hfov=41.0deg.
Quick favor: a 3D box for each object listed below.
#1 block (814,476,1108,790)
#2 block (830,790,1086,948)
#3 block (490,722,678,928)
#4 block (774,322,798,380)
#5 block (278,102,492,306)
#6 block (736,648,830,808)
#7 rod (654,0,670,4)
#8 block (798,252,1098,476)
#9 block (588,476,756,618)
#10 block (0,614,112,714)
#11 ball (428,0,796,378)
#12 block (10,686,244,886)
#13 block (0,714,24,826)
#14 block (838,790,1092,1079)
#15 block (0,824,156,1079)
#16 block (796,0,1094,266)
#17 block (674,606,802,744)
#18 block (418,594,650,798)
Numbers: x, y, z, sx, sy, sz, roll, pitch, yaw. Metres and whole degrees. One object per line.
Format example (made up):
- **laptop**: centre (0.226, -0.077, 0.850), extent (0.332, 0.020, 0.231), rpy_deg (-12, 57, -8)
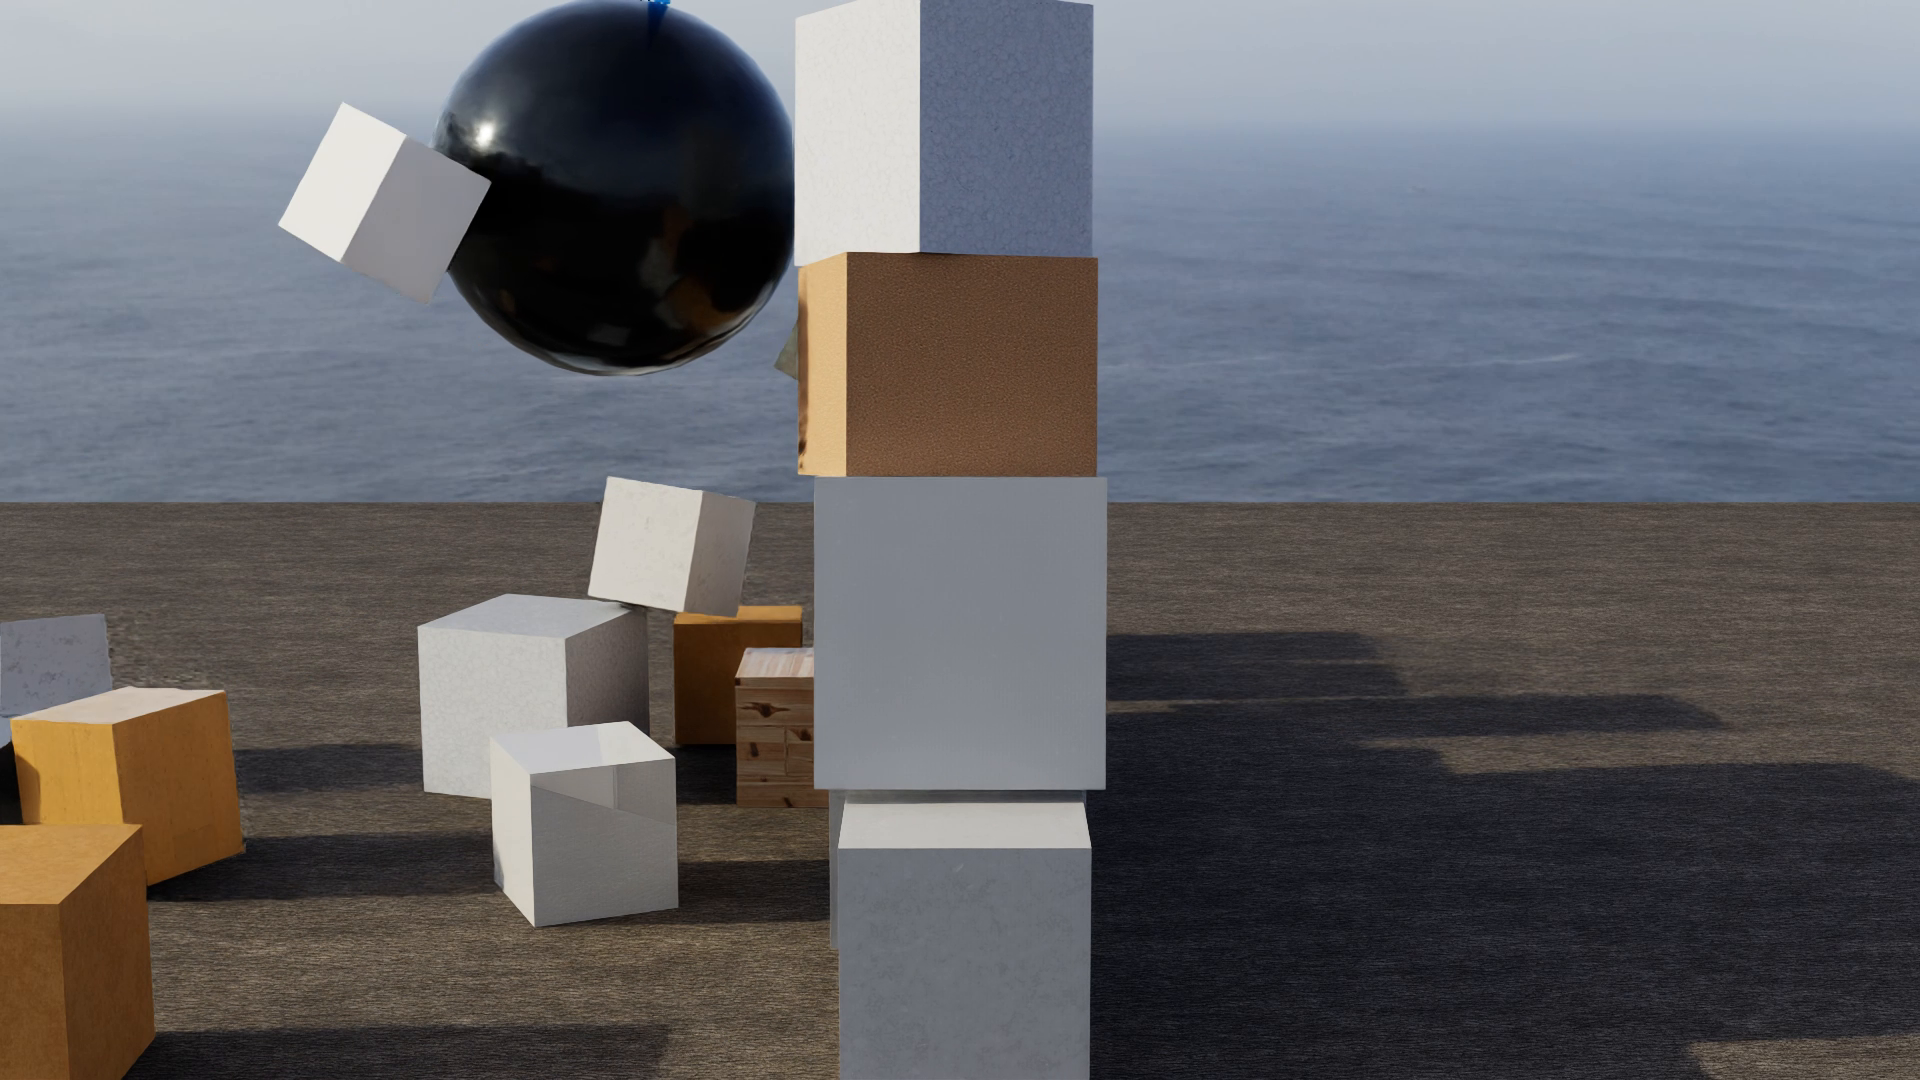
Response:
- **block**: centre (-0.009, 0.313, 9.612), extent (1.033, 1.106, 1.096), rpy_deg (0, 2, -1)
- **block**: centre (-0.010, 1.076, 10.870), extent (1.034, 0.995, 1.081), rpy_deg (0, 10, 0)
- **block**: centre (-1.627, 1.210, 11.065), extent (0.626, 0.660, 0.686), rpy_deg (-5, 11, -24)
- **block**: centre (-0.365, -0.836, 10.794), extent (0.576, 0.543, 0.476), rpy_deg (29, 9, 3)
- **block**: centre (-2.231, -1.306, 9.953), extent (0.506, 0.541, 0.433), rpy_deg (30, 2, 43)
- **block**: centre (-0.758, 0.921, 12.683), extent (0.643, 0.650, 0.639), rpy_deg (0, 10, 0)
- **rod**: centre (-0.632, -4.739, 10.319), extent (0.080, 5.200, 0.080), rpy_deg (14, 10, -2)
- **block**: centre (-0.064, -0.648, 9.745), extent (0.948, 0.806, 0.851), rpy_deg (0, 2, -15)
- **block**: centre (-1.468, 0.042, 13.106), extent (0.563, 0.610, 0.548), rpy_deg (9, -1, 24)
- **block**: centre (-4.703, 0.775, 12.941), extent (0.723, 0.670, 0.679), rpy_deg (-5, -6, -27)
- **ball**: centre (-1.459, -1.494, 10.909), extent (1.600, 1.600, 1.600), rpy_deg (0, 10, 0)
- **block**: centre (-3.683, 1.091, 11.374), extent (0.610, 0.737, 0.677), rpy_deg (0, 9, 28)
- **block**: centre (-4.470, 1.160, 11.492), extent (0.565, 0.605, 0.681), rpy_deg (0, 10, -2)
- **block**: centre (0.015, 1.419, 9.092), extent (0.847, 0.954, 0.887), rpy_deg (0, 10, 0)
- **block**: centre (-3.449, 1.517, 8.949), extent (0.964, 0.814, 0.904), rpy_deg (0, 10, 0)
- **block**: centre (-0.069, -1.530, 9.766), extent (0.772, 0.957, 0.889), rpy_deg (-1, 2, -34)
- **block**: centre (-1.180, 0.718, 13.762), extent (0.664, 0.645, 0.550), rpy_deg (0, 8, -2)
- **block**: centre (-2.126, 0.788, 12.895), extent (0.814, 0.837, 0.858), rpy_deg (4, 11, 20)
